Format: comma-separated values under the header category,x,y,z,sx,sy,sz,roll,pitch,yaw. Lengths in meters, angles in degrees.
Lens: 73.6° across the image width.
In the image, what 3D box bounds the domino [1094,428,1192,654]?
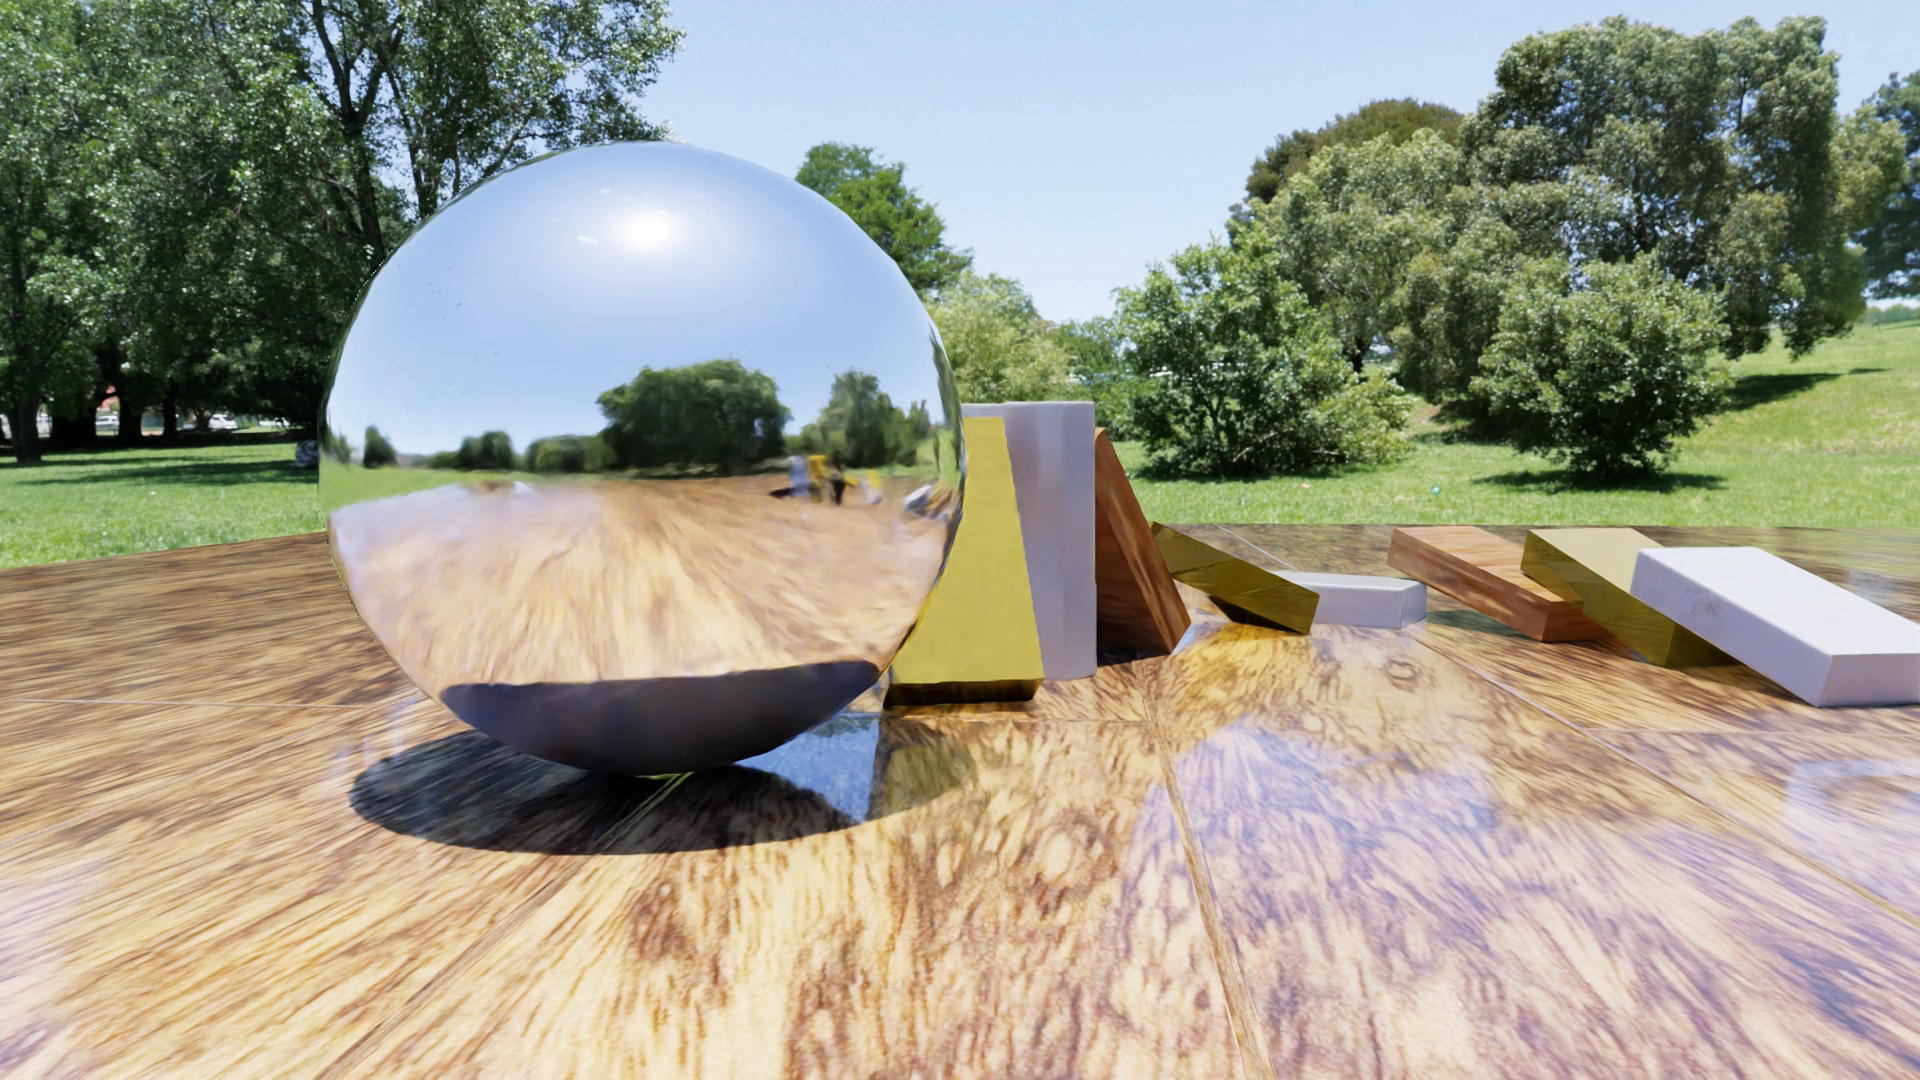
category,x,y,z,sx,sy,sz,roll,pitch,yaw
domino,0.026,0.000,0.258,0.025,0.050,0.010,4,43,43

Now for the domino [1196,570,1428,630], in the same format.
category,x,y,z,sx,sy,sz,roll,pitch,yaw
domino,0.087,0.014,0.317,0.050,0.010,0.025,3,5,33

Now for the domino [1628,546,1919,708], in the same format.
category,x,y,z,sx,sy,sz,roll,pitch,yaw
domino,0.148,0.014,0.230,0.025,0.010,0.050,-1,19,-7

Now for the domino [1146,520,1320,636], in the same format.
category,x,y,z,sx,sy,sz,roll,pitch,yaw
domino,0.053,0.008,0.285,0.050,0.009,0.025,22,-7,-28

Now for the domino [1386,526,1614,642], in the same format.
category,x,y,z,sx,sy,sz,roll,pitch,yaw
domino,0.127,0.009,0.300,0.025,0.009,0.050,-2,19,-23

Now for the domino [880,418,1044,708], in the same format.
category,x,y,z,sx,sy,sz,roll,pitch,yaw
domino,-0.002,0.003,0.218,0.025,0.050,0.010,-1,-29,-12

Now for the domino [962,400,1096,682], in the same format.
category,x,y,z,sx,sy,sz,roll,pitch,yaw
domino,0.012,0.000,0.239,0.025,0.050,0.010,4,7,43

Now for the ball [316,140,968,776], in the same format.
category,x,y,z,sx,sy,sz,roll,pitch,yaw
ball,-0.039,-0.010,0.167,0.080,0.080,0.080,0,4,0

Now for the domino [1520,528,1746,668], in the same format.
category,x,y,z,sx,sy,sz,roll,pitch,yaw
domino,0.143,0.011,0.267,0.025,0.009,0.050,-1,21,-9
